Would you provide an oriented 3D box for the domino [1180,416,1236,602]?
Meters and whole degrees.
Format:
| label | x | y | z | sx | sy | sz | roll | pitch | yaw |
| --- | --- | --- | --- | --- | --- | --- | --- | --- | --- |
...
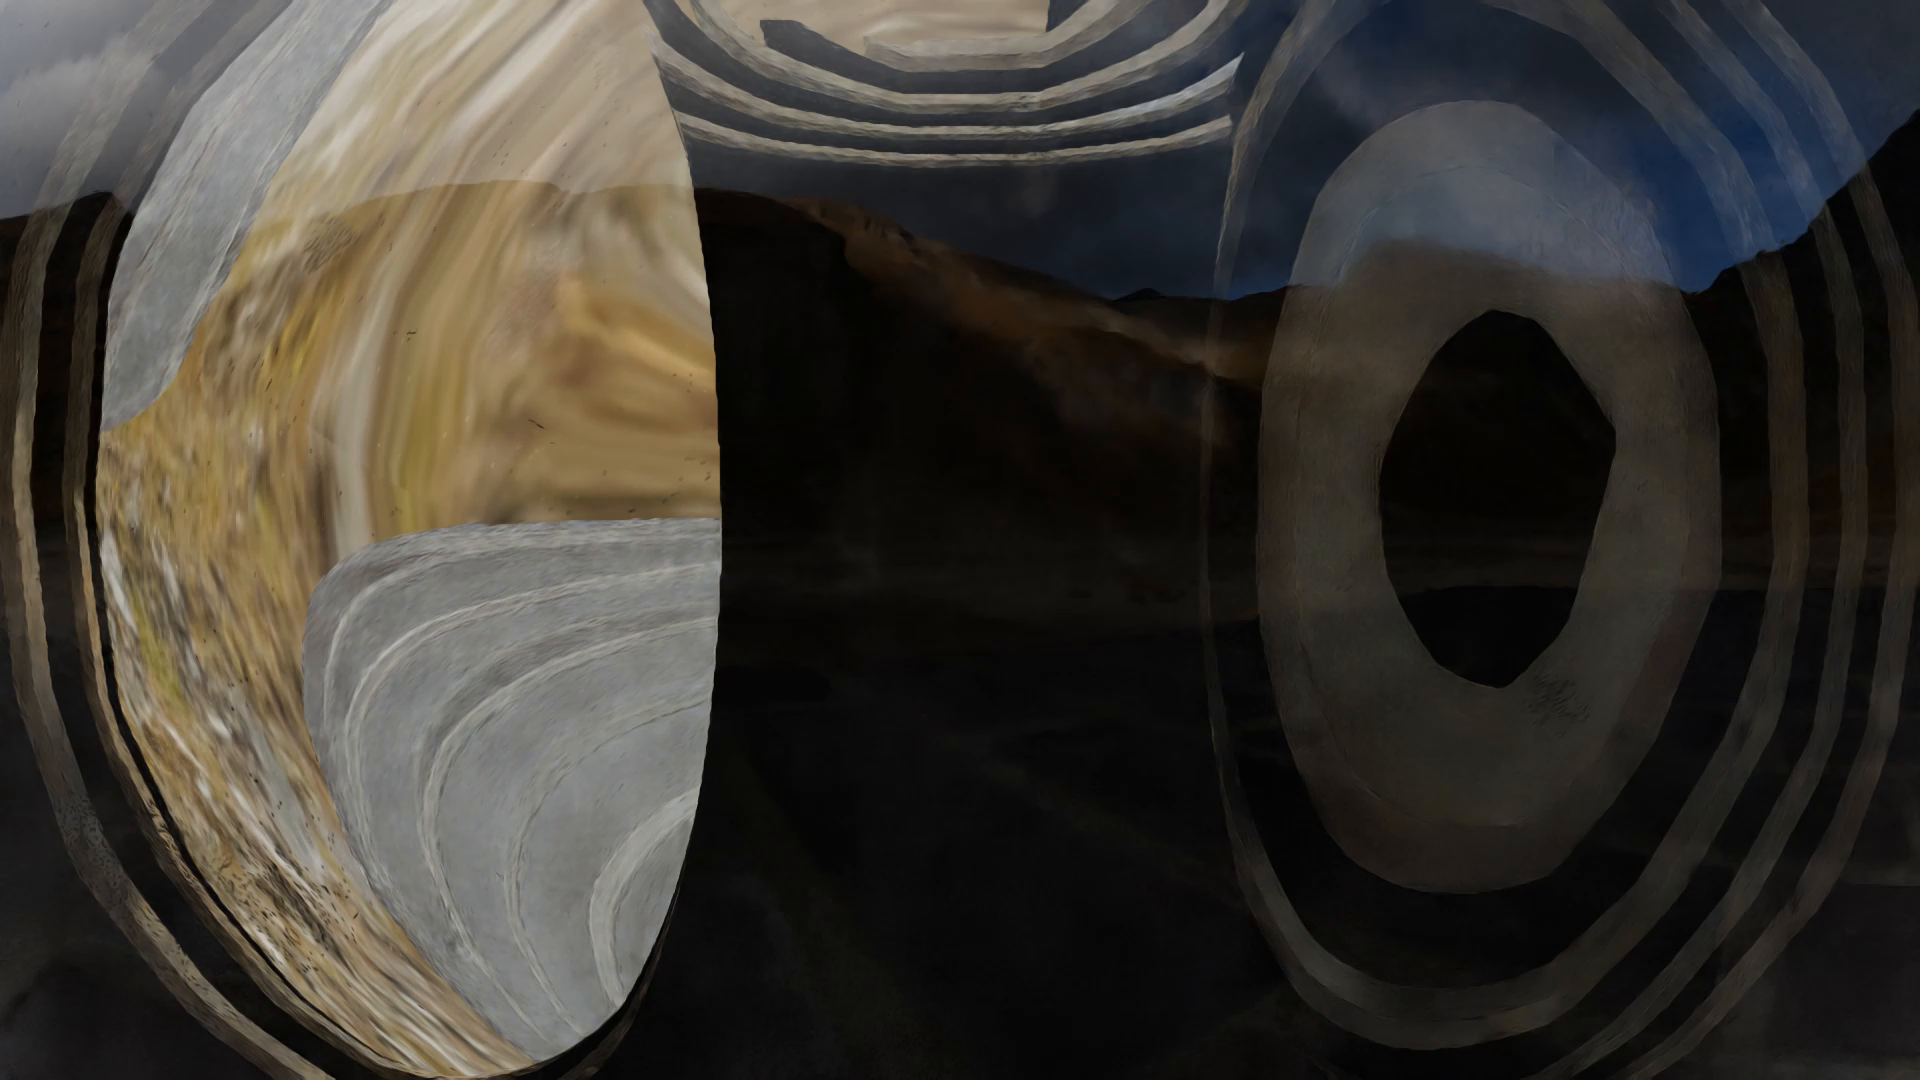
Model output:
| label | x | y | z | sx | sy | sz | roll | pitch | yaw |
| --- | --- | --- | --- | --- | --- | --- | --- | --- | --- |
| domino | 0.069 | -0.009 | 0.359 | 0.010 | 0.050 | 0.025 | 2 | 5 | 24 |

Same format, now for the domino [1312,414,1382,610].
| label | x | y | z | sx | sy | sz | roll | pitch | yaw |
| --- | --- | --- | --- | --- | --- | --- | --- | --- | --- |
| domino | 0.103 | -0.008 | 0.339 | 0.010 | 0.050 | 0.025 | 3 | 5 | 35 |

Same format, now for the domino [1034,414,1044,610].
| label | x | y | z | sx | sy | sz | roll | pitch | yaw |
| --- | --- | --- | --- | --- | --- | --- | --- | --- | --- |
| domino | 0.009 | -0.008 | 0.335 | 0.025 | 0.050 | 0.010 | 1 | 5 | 19 |

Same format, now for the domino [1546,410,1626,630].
| label | x | y | z | sx | sy | sz | roll | pitch | yaw |
| --- | --- | --- | --- | --- | --- | --- | --- | --- | --- |
| domino | 0.149 | -0.005 | 0.304 | 0.010 | 0.050 | 0.025 | 4 | 6 | 40 |

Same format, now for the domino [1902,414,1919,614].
| label | x | y | z | sx | sy | sz | roll | pitch | yaw |
| --- | --- | --- | --- | --- | --- | --- | --- | --- | --- |
| domino | 0.251 | -0.007 | 0.327 | 0.025 | 0.050 | 0.010 | -3 | 5 | -38 |

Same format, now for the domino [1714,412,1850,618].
| label | x | y | z | sx | sy | sz | roll | pitch | yaw |
| --- | --- | --- | --- | --- | --- | --- | --- | --- | --- |
| domino | 0.204 | -0.006 | 0.319 | 0.025 | 0.050 | 0.010 | 1 | 5 | 18 |

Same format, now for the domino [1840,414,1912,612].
| label | x | y | z | sx | sy | sz | roll | pitch | yaw |
| --- | --- | --- | --- | --- | --- | --- | --- | --- | --- |
| domino | 0.235 | -0.008 | 0.336 | 0.010 | 0.050 | 0.025 | 0 | 4 | 6 |

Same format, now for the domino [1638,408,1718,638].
| label | x | y | z | sx | sy | sz | roll | pitch | yaw |
| --- | --- | --- | --- | --- | --- | --- | --- | --- | --- |
| domino | 0.163 | -0.004 | 0.292 | 0.009 | 0.050 | 0.025 | 4 | 6 | 40 |

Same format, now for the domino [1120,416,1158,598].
| label | x | y | z | sx | sy | sz | roll | pitch | yaw |
| --- | --- | --- | --- | --- | --- | --- | --- | --- | --- |
| domino | 0.051 | -0.010 | 0.365 | 0.010 | 0.050 | 0.025 | 1 | 4 | 10 |

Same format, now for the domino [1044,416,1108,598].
| label | x | y | z | sx | sy | sz | roll | pitch | yaw |
| --- | --- | --- | --- | --- | --- | --- | --- | --- | --- |
| domino | 0.032 | -0.010 | 0.364 | 0.010 | 0.050 | 0.025 | -1 | 5 | -19 |

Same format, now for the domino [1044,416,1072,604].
| label | x | y | z | sx | sy | sz | roll | pitch | yaw |
| --- | --- | --- | --- | --- | --- | --- | --- | --- | --- |
| domino | 0.017 | -0.009 | 0.352 | 0.025 | 0.050 | 0.010 | 3 | 5 | 35 |

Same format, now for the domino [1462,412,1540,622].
| label | x | y | z | sx | sy | sz | roll | pitch | yaw |
| --- | --- | --- | --- | --- | --- | --- | --- | --- | --- |
| domino | 0.134 | -0.006 | 0.316 | 0.010 | 0.050 | 0.025 | 3 | 6 | 39 |

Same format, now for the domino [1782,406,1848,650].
| label | x | y | z | sx | sy | sz | roll | pitch | yaw |
| --- | --- | --- | --- | --- | --- | --- | --- | --- | --- |
| domino | 0.184 | -0.003 | 0.277 | 0.009 | 0.050 | 0.025 | 3 | 5 | 33 |

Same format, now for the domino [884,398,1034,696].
| label | x | y | z | sx | sy | sz | roll | pitch | yaw |
| --- | --- | --- | --- | --- | --- | --- | --- | --- | --- |
| domino | 0.000 | 0.001 | 0.220 | 0.025 | 0.050 | 0.010 | 0 | 4 | -1 |

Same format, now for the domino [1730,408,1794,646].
| label | x | y | z | sx | sy | sz | roll | pitch | yaw |
| --- | --- | --- | --- | --- | --- | --- | --- | --- | --- |
| domino | 0.175 | -0.004 | 0.281 | 0.010 | 0.050 | 0.025 | 3 | 5 | 31 |

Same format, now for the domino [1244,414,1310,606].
| label | x | y | z | sx | sy | sz | roll | pitch | yaw |
| --- | --- | --- | --- | --- | --- | --- | --- | --- | --- |
| domino | 0.086 | -0.009 | 0.350 | 0.010 | 0.050 | 0.025 | 3 | 5 | 31 |

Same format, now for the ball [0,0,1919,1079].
| label | x | y | z | sx | sy | sz | roll | pitch | yaw |
| --- | --- | --- | --- | --- | --- | --- | --- | --- | --- |
| ball | 0.000 | -0.002 | 0.056 | 0.080 | 0.080 | 0.080 | 0 | 4 | 0 |

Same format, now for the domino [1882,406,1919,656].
| label | x | y | z | sx | sy | sz | roll | pitch | yaw |
| --- | --- | --- | --- | --- | --- | --- | --- | --- | --- |
| domino | 0.201 | -0.002 | 0.267 | 0.010 | 0.050 | 0.025 | 2 | 5 | 29 |

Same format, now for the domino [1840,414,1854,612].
| label | x | y | z | sx | sy | sz | roll | pitch | yaw |
| --- | --- | --- | --- | --- | --- | --- | --- | --- | --- |
| domino | 0.216 | -0.008 | 0.334 | 0.009 | 0.050 | 0.025 | -1 | 5 | -19 |

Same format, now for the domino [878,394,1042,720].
| label | x | y | z | sx | sy | sz | roll | pitch | yaw |
| --- | --- | --- | --- | --- | --- | --- | --- | --- | --- |
| domino | 0.000 | 0.002 | 0.201 | 0.025 | 0.050 | 0.010 | 0 | 4 | 0 |

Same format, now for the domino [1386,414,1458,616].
| label | x | y | z | sx | sy | sz | roll | pitch | yaw |
| --- | --- | --- | --- | --- | --- | --- | --- | --- | --- |
| domino | 0.118 | -0.007 | 0.328 | 0.010 | 0.050 | 0.025 | 3 | 5 | 36 |
